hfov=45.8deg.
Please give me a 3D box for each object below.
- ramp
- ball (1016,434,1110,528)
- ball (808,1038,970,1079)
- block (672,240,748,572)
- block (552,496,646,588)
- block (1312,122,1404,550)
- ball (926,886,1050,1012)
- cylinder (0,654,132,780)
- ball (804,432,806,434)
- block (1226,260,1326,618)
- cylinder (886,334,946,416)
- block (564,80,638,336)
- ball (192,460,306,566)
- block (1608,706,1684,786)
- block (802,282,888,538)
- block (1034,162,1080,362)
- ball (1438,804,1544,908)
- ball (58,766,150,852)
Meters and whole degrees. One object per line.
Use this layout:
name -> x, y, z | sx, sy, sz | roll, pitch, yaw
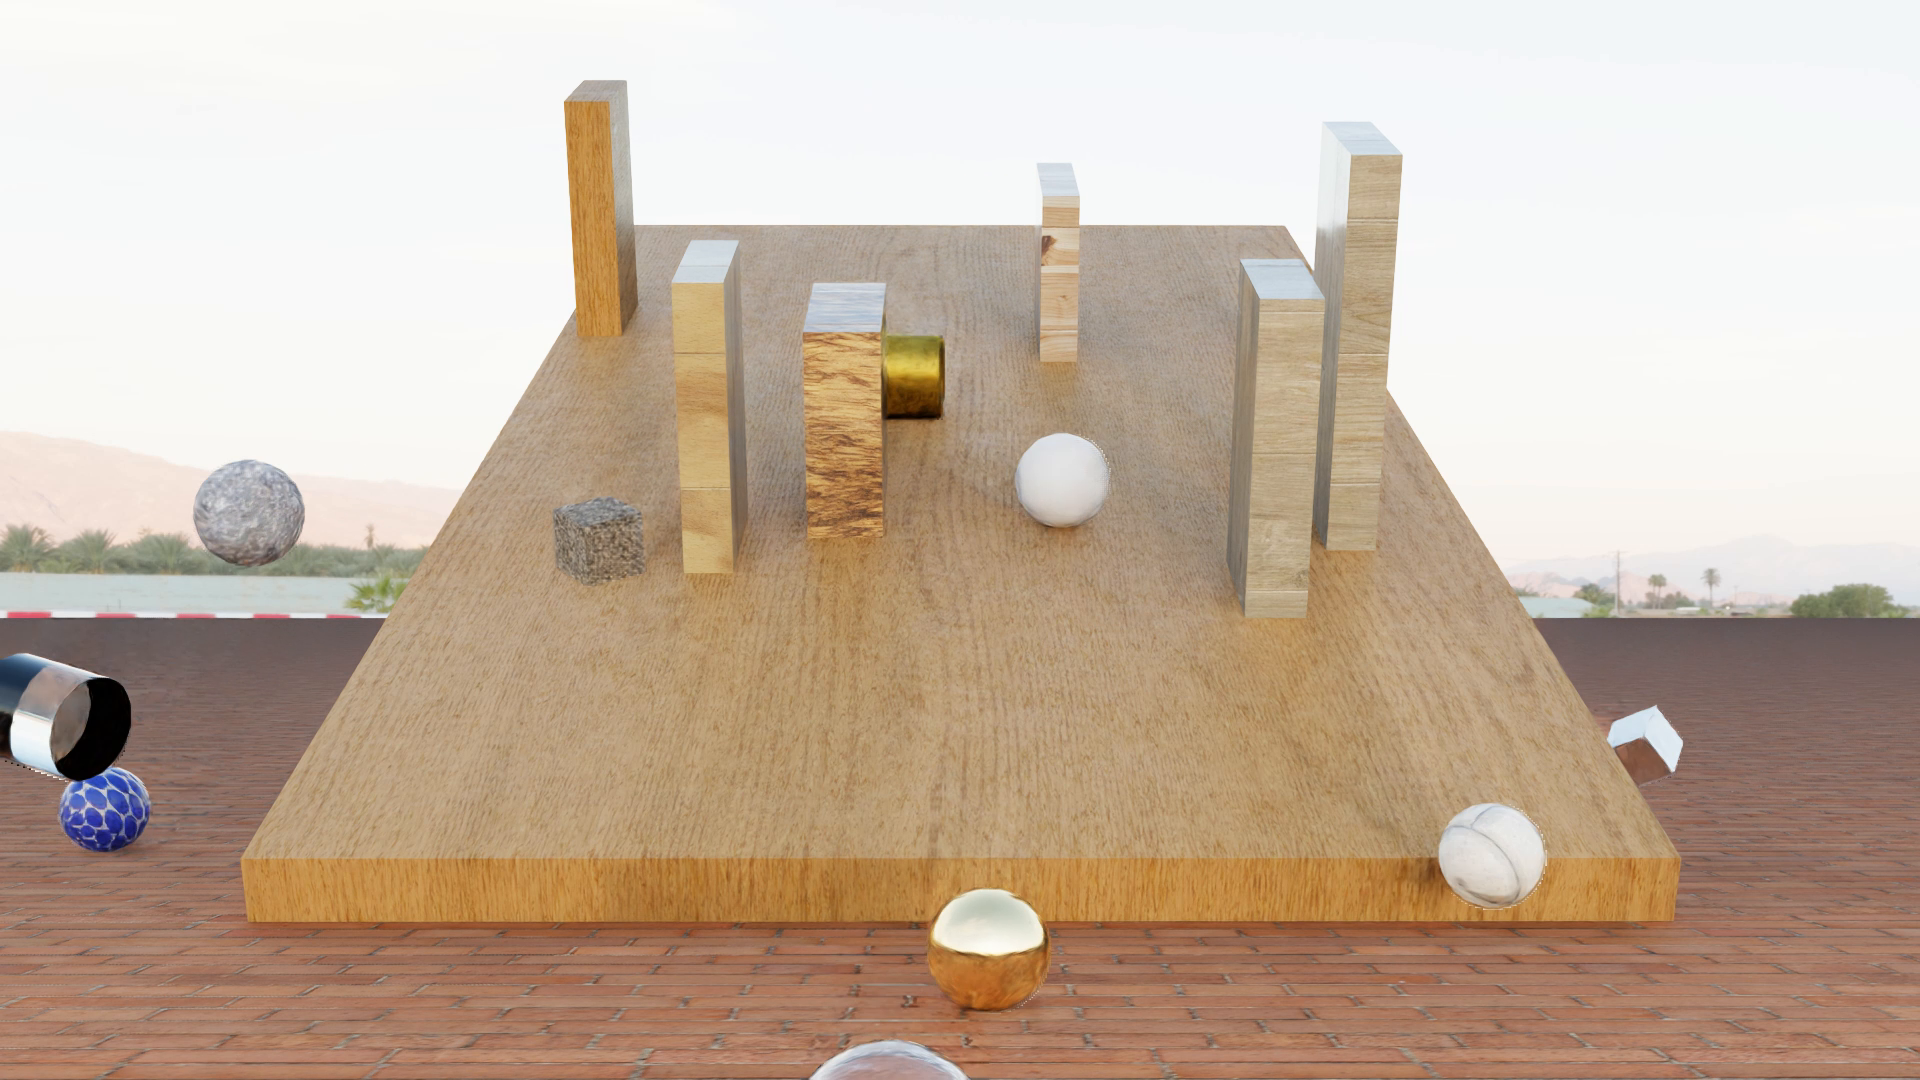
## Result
ramp -> -0.005, -0.211, 5.046 | 2.000, 0.100, 4.000 | 0, 20, 0
ball -> 0.197, -0.115, 4.387 | 0.182, 0.182, 0.182 | 0, -2, 0
ball -> -0.049, 0.413, 1.547 | 0.143, 0.143, 0.143 | 0, -2, 0
block -> -0.462, -0.252, 4.232 | 0.091, 0.546, 0.327 | 0, 20, 0
block -> -0.660, 0.002, 4.161 | 0.118, 0.118, 0.118 | -15, 25, -35
block -> 0.738, -0.390, 4.314 | 0.093, 0.750, 0.332 | 0, 20, 0
ball -> 0.030, 0.446, 2.477 | 0.134, 0.134, 0.134 | 0, -2, 0
cylinder -> -1.476, 0.287, 3.696 | 0.172, 0.172, 0.172 | 13, 3, 23
ball -> -0.249, -0.232, 4.742 | 0.151, 0.151, 0.151 | 0, -2, 0
block -> 0.552, -0.181, 4.008 | 0.108, 0.573, 0.282 | 0, 20, 0
cylinder -> -0.131, -0.366, 5.059 | 0.182, 0.182, 0.182 | 1, -2, 4
block -> -0.904, -0.842, 5.752 | 0.110, 0.587, 0.323 | 0, 20, 0
ball -> -1.389, -0.052, 4.446 | 0.209, 0.209, 0.209 | 0, -2, 0
block -> 1.561, 0.473, 5.194 | 0.114, 0.114, 0.114 | -30, 15, 41
block -> -0.220, -0.260, 4.452 | 0.144, 0.406, 0.373 | 0, 20, 0
block -> 0.237, -0.692, 5.616 | 0.089, 0.404, 0.409 | 0, 20, 0
ball -> 0.709, 0.420, 3.033 | 0.138, 0.138, 0.138 | 0, -2, 0
ball -> -1.547, 0.487, 4.114 | 0.155, 0.155, 0.155 | 0, -2, 0
